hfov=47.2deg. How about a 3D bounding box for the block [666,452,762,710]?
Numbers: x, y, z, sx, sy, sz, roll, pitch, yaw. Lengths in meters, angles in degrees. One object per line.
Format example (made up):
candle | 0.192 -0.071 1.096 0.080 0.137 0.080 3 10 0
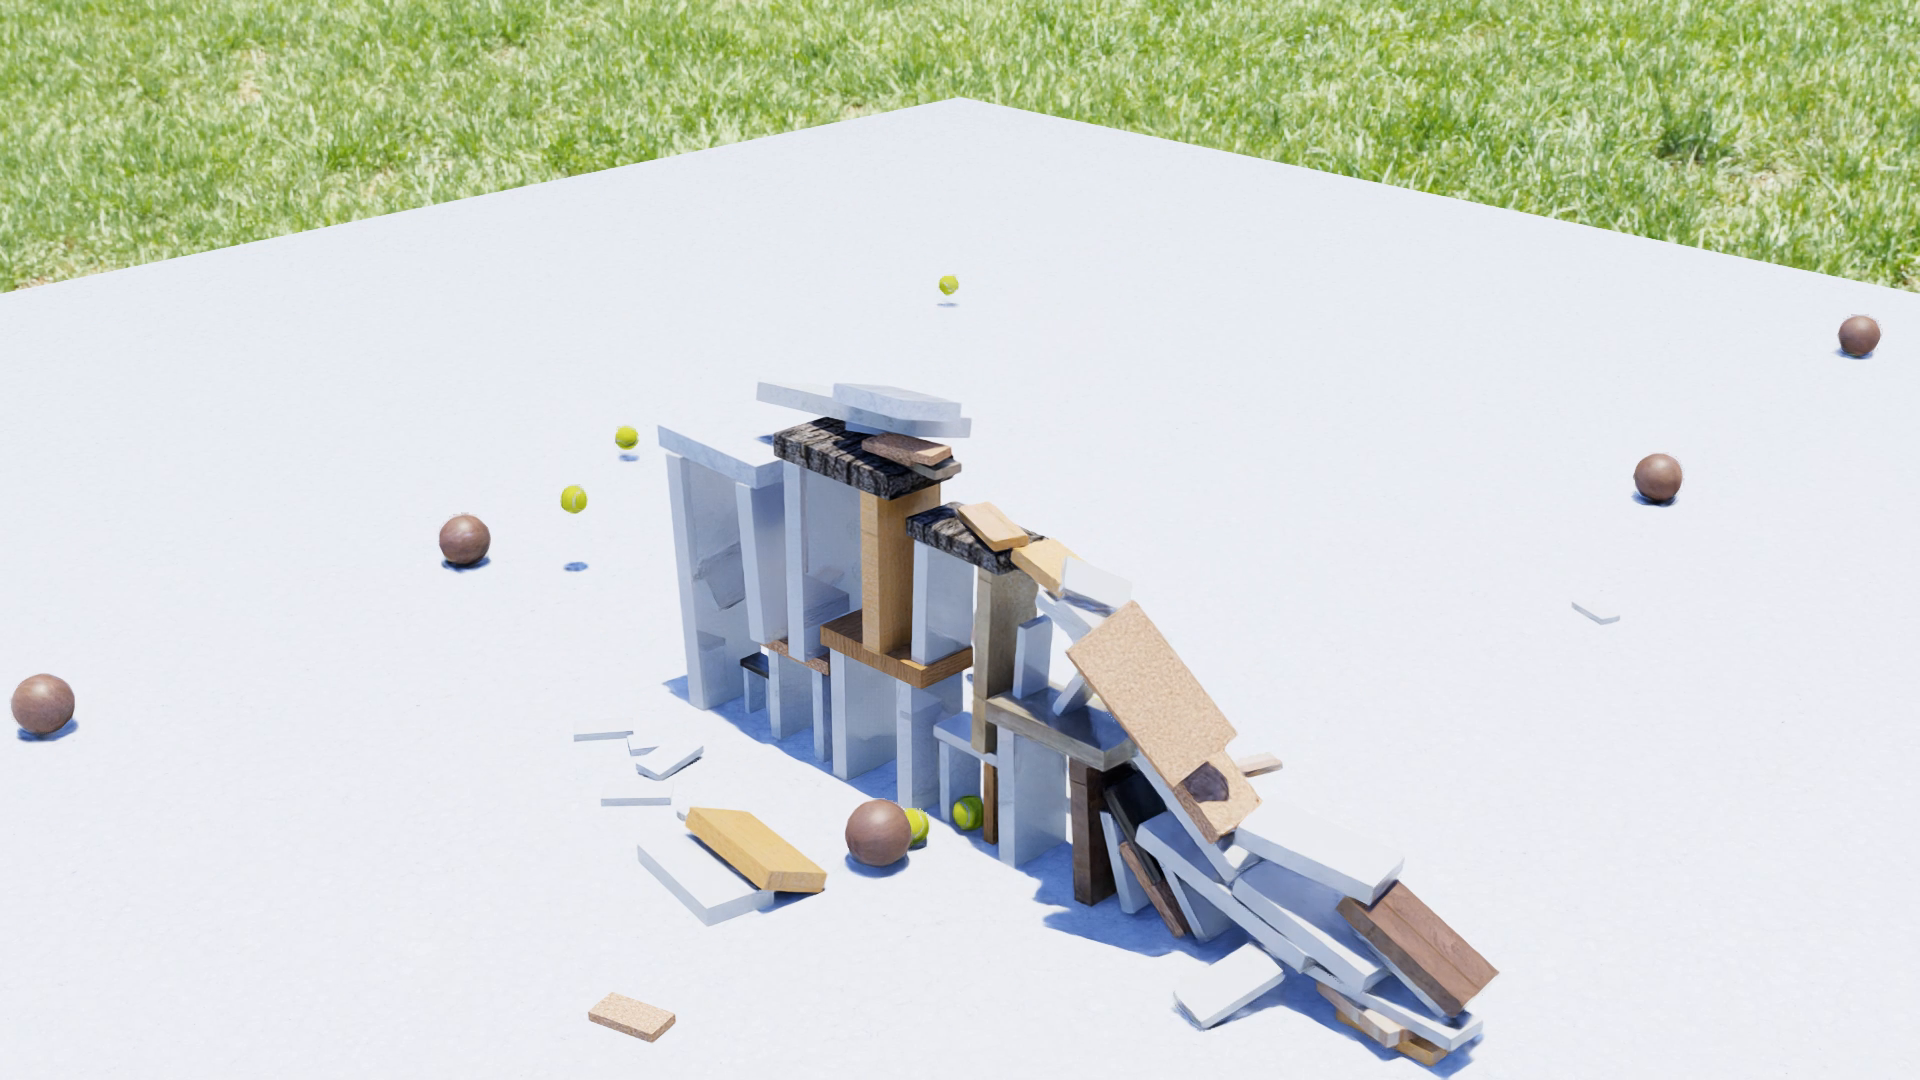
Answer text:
block | -0.536 0.073 4.833 0.173 0.589 0.049 -21 27 -40

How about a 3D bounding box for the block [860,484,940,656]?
block | -0.116 0.042 4.364 0.171 0.342 0.048 -21 31 -41

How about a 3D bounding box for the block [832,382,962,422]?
block | -0.124 -0.266 4.237 0.131 0.037 0.262 1 10 -33

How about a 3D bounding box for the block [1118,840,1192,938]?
block | 0.386 0.630 4.077 0.099 0.028 0.199 -22 74 -41

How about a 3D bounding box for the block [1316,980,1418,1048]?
block | 0.710 0.796 3.774 0.098 0.028 0.195 -11 25 -26

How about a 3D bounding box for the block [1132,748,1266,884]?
block | 0.454 0.469 3.967 0.146 0.041 0.292 -19 61 -35

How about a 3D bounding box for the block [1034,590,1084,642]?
block | 0.240 0.150 3.981 0.101 0.029 0.203 -20 48 -37

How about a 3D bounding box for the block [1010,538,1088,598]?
block | 0.195 0.065 4.020 0.101 0.029 0.203 -12 36 -38

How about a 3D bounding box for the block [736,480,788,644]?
block | -0.373 0.028 4.627 0.173 0.347 0.049 -20 25 -39

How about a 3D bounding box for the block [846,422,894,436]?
block | -0.153 -0.220 4.374 0.133 0.019 0.067 10 9 21

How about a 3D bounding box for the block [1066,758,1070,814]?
block | 0.263 0.518 4.491 0.276 0.037 0.131 18 29 36

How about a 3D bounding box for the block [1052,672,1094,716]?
block | 0.233 0.266 4.085 0.076 0.152 0.022 -19 63 -38

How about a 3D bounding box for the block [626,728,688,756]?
block | -0.646 0.435 4.714 0.128 0.018 0.064 -6 24 -13

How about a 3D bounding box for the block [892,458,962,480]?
block | -0.064 -0.150 4.231 0.067 0.019 0.134 -18 29 -36

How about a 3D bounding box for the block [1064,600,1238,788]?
block | 0.334 0.267 3.843 0.149 0.299 0.042 -38 0 -7

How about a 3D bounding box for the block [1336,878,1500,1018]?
block | 0.772 0.677 3.713 0.261 0.037 0.131 43 39 21

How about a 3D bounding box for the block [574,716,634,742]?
block | -0.773 0.411 4.770 0.128 0.018 0.064 -3 23 -7

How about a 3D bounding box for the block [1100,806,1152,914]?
block | 0.326 0.587 4.125 0.099 0.199 0.028 -22 13 -41

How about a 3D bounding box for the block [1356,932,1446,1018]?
block | 0.774 0.713 3.730 0.098 0.028 0.195 -21 56 -43

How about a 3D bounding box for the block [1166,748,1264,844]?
block | 0.375 0.341 3.950 0.131 0.037 0.420 -23 70 -39

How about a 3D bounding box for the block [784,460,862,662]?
block | -0.277 0.023 4.528 0.048 0.436 0.171 22 31 40

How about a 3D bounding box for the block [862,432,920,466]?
block | -0.119 -0.175 4.242 0.133 0.019 0.067 21 31 40

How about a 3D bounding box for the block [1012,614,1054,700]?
block | 0.139 0.221 4.174 0.076 0.152 0.022 -21 36 -40

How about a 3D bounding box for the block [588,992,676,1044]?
block | -0.566 0.824 3.795 0.136 0.019 0.068 12 26 27

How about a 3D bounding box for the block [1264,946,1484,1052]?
block | 0.706 0.764 3.782 0.087 0.025 0.402 -18 28 -38

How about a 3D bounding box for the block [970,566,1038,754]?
block | 0.087 0.215 4.226 0.131 0.391 0.037 -21 33 -40

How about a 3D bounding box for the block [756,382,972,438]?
block | -0.201 -0.265 4.434 0.142 0.040 0.518 -1 12 -41

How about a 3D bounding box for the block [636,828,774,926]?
block | -0.489 0.637 4.208 0.142 0.040 0.283 -15 27 -31

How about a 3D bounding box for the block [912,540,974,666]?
block | -0.032 0.106 4.315 0.131 0.261 0.037 -21 34 -40

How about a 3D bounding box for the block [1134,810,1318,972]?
block | 0.509 0.613 3.941 0.146 0.041 0.404 -19 42 -39

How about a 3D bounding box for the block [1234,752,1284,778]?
block | 0.616 0.475 4.621 0.112 0.016 0.056 -11 25 -24

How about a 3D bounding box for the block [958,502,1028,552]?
block | 0.060 -0.027 4.142 0.067 0.019 0.227 -11 20 -14

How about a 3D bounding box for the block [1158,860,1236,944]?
block | 0.435 0.644 4.037 0.087 0.175 0.025 -24 -5 -41

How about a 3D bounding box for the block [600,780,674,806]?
block | -0.661 0.520 4.510 0.142 0.019 0.068 -1 23 -2
